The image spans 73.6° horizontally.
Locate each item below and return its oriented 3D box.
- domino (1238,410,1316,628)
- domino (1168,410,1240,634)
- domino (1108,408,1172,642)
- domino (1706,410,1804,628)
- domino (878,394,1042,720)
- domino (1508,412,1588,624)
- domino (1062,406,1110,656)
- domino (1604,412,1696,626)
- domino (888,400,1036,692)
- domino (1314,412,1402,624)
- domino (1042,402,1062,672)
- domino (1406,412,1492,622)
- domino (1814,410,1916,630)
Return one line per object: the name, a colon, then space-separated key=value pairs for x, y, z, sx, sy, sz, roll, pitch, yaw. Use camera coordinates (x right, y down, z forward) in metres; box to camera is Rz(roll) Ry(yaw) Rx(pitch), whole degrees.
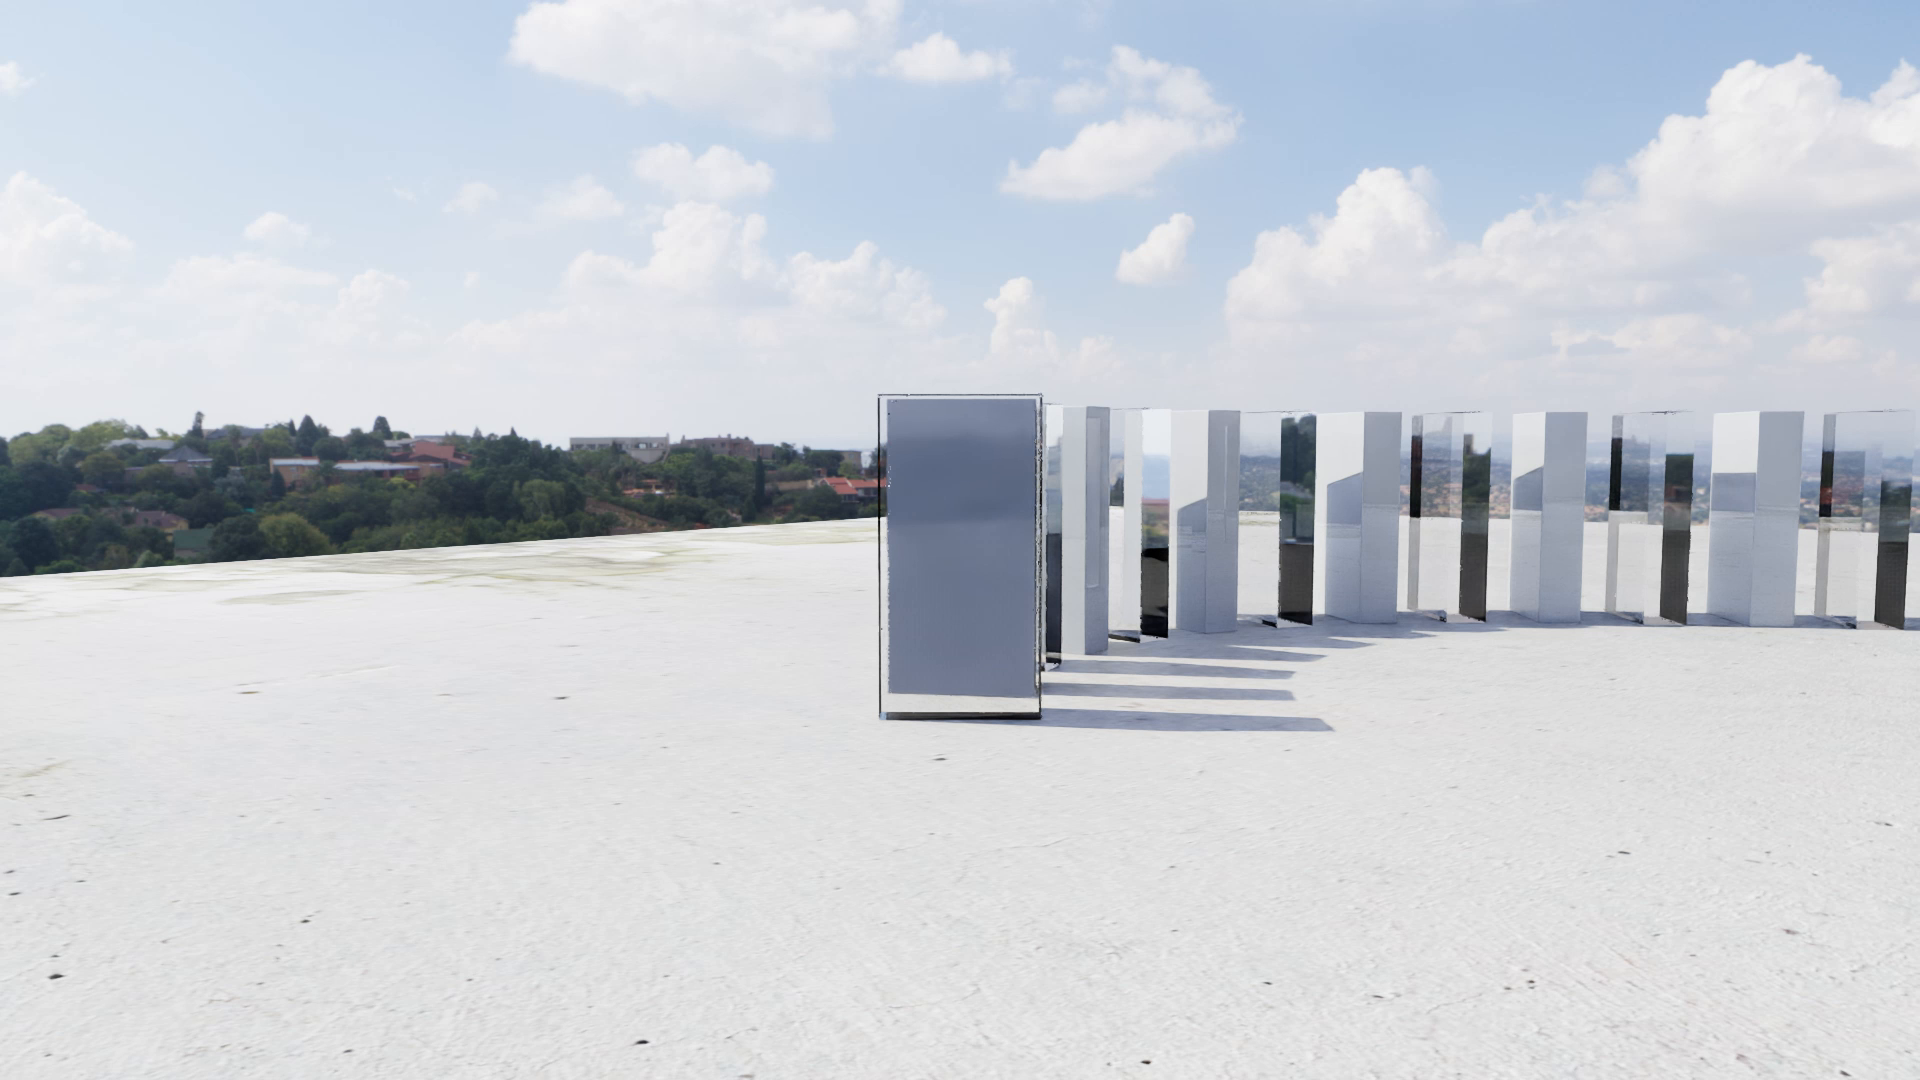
domino: x=0.074 y=-0.006 z=0.309 sx=0.009 sy=0.050 sz=0.025 roll=-1 pitch=5 yaw=-18
domino: x=0.053 y=-0.005 z=0.299 sx=0.009 sy=0.050 sz=0.025 roll=-3 pitch=5 yaw=-31
domino: x=0.034 y=-0.004 z=0.285 sx=0.010 sy=0.050 sz=0.025 roll=-4 pitch=6 yaw=-42
domino: x=0.191 y=-0.006 z=0.309 sx=0.010 sy=0.050 sz=0.025 roll=1 pitch=4 yaw=9
domino: x=0.000 y=0.002 z=0.201 sx=0.025 sy=0.050 sz=0.010 roll=0 pitch=4 yaw=0
domino: x=0.144 y=-0.006 z=0.315 sx=0.009 sy=0.050 sz=0.025 roll=1 pitch=4 yaw=7
domino: x=0.018 y=-0.003 z=0.267 sx=0.025 sy=0.050 sz=0.009 roll=3 pitch=5 yaw=36
domino: x=0.167 y=-0.006 z=0.312 sx=0.009 sy=0.050 sz=0.025 roll=1 pitch=4 yaw=8
domino: x=0.001 y=0.001 z=0.224 sx=0.025 sy=0.050 sz=0.010 roll=0 pitch=4 yaw=5
domino: x=0.097 y=-0.006 z=0.314 sx=0.010 sy=0.050 sz=0.025 roll=-1 pitch=4 yaw=-9
domino: x=0.006 y=-0.001 z=0.247 sx=0.025 sy=0.050 sz=0.010 roll=2 pitch=5 yaw=23
domino: x=0.120 y=-0.006 z=0.317 sx=0.009 sy=0.050 sz=0.025 roll=0 pitch=4 yaw=-2
domino: x=0.214 y=-0.005 z=0.304 sx=0.009 sy=0.050 sz=0.025 roll=1 pitch=4 yaw=15
